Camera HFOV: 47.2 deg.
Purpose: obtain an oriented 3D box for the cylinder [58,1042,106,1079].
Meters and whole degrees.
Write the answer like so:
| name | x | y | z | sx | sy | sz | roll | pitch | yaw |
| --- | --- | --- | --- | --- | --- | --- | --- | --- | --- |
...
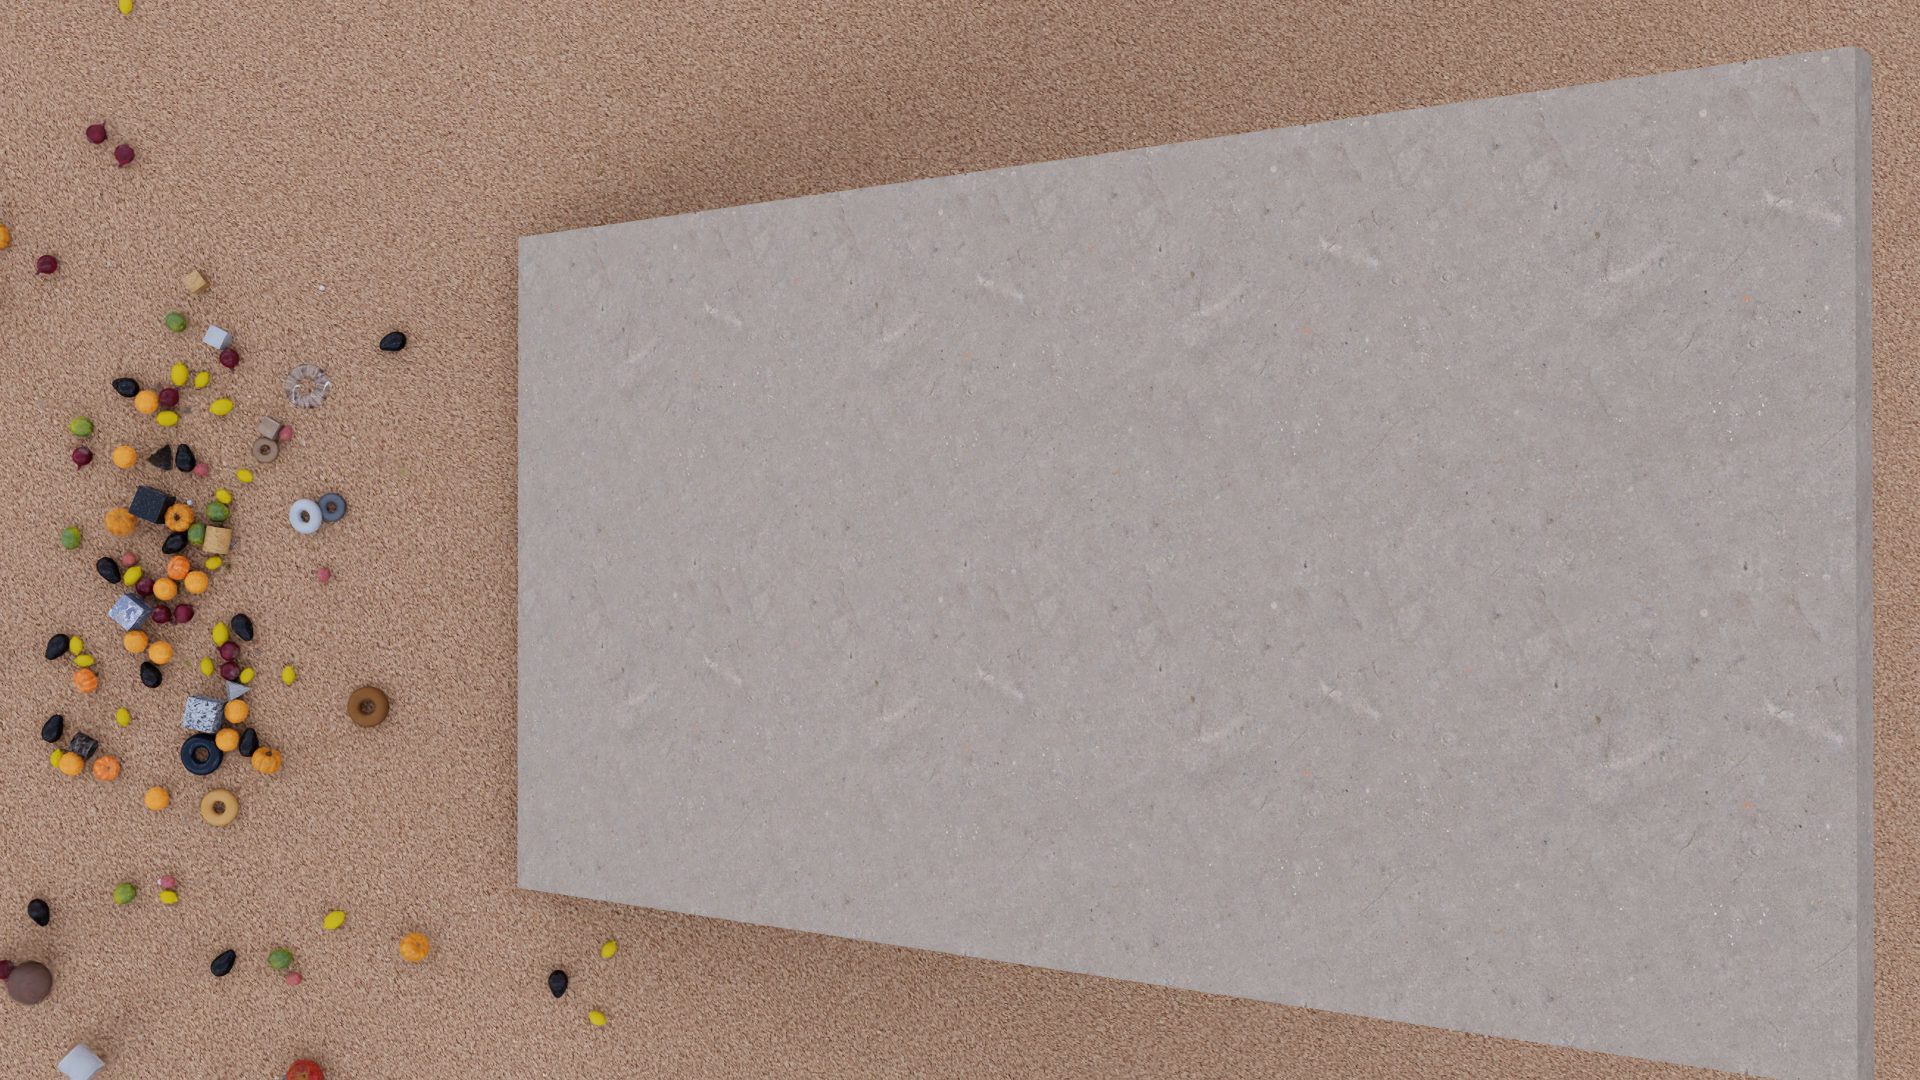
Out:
| name | x | y | z | sx | sy | sz | roll | pitch | yaw |
| --- | --- | --- | --- | --- | --- | --- | --- | --- | --- |
| cylinder | -2.710 | 1.620 | 6.785 | 0.097 | 0.097 | 0.097 | 44 | 90 | 0 |

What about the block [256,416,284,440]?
| name | x | y | z | sx | sy | sz | roll | pitch | yaw |
| --- | --- | --- | --- | --- | --- | --- | --- | --- | --- |
| block | -2.137 | -0.347 | 6.818 | 0.054 | 0.054 | 0.054 | 30 | 90 | 0 |

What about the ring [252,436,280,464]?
| name | x | y | z | sx | sy | sz | roll | pitch | yaw |
| --- | --- | --- | --- | --- | --- | --- | --- | --- | --- |
| ring | -2.156 | -0.280 | 6.831 | 0.083 | 0.028 | 0.083 | 0 | 91 | 0 |

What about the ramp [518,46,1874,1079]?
| name | x | y | z | sx | sy | sz | roll | pitch | yaw |
| --- | --- | --- | --- | --- | --- | --- | --- | --- | --- |
| ramp | 0.209 | 0.061 | 5.524 | 4.000 | 0.100 | 2.000 | 0 | 90 | 40 |

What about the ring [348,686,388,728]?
| name | x | y | z | sx | sy | sz | roll | pitch | yaw |
| --- | --- | --- | --- | --- | --- | --- | --- | --- | --- |
| ring | -1.835 | 0.517 | 6.819 | 0.128 | 0.043 | 0.128 | 0 | 88 | -1 |

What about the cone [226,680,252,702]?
| name | x | y | z | sx | sy | sz | roll | pitch | yaw |
| --- | --- | --- | --- | --- | --- | --- | --- | --- | --- |
| cone | -2.234 | 0.465 | 6.824 | 0.072 | 0.072 | 0.072 | -5 | 90 | -27 |

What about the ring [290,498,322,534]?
| name | x | y | z | sx | sy | sz | roll | pitch | yaw |
| --- | --- | --- | --- | --- | --- | --- | --- | --- | --- |
| ring | -2.027 | -0.073 | 6.814 | 0.111 | 0.037 | 0.111 | 3 | 100 | 17 |

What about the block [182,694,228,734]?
| name | x | y | z | sx | sy | sz | roll | pitch | yaw |
| --- | --- | --- | --- | --- | --- | --- | --- | --- | --- |
| block | -2.332 | 0.537 | 6.793 | 0.093 | 0.093 | 0.093 | 13 | 90 | 0 |

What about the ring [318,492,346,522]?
| name | x | y | z | sx | sy | sz | roll | pitch | yaw |
| --- | --- | --- | --- | --- | --- | --- | --- | --- | --- |
| ring | -1.951 | -0.101 | 6.829 | 0.091 | 0.030 | 0.091 | 0 | 90 | -1 |

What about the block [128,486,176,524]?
| name | x | y | z | sx | sy | sz | roll | pitch | yaw |
| --- | --- | --- | --- | --- | --- | --- | --- | --- | --- |
| block | -2.496 | -0.109 | 6.798 | 0.090 | 0.090 | 0.090 | 22 | 90 | 0 |

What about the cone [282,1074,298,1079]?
| name | x | y | z | sx | sy | sz | roll | pitch | yaw |
| --- | --- | --- | --- | --- | --- | --- | --- | --- | --- |
| cone | -2.082 | 1.688 | 6.803 | 0.059 | 0.059 | 0.059 | 0 | 90 | 0 |

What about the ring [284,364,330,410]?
| name | x | y | z | sx | sy | sz | roll | pitch | yaw |
| --- | --- | --- | --- | --- | --- | --- | --- | --- | --- |
| ring | -2.024 | -0.477 | 6.822 | 0.143 | 0.048 | 0.143 | 0 | 91 | 0 |

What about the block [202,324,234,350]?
| name | x | y | z | sx | sy | sz | roll | pitch | yaw |
| --- | --- | --- | --- | --- | --- | --- | --- | --- | --- |
| block | -2.301 | -0.627 | 6.818 | 0.057 | 0.057 | 0.057 | 26 | 90 | 0 |

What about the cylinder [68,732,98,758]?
| name | x | y | z | sx | sy | sz | roll | pitch | yaw |
| --- | --- | --- | --- | --- | --- | --- | --- | --- | --- |
| cylinder | -2.713 | 0.636 | 6.808 | 0.062 | 0.062 | 0.062 | 27 | 90 | 0 |

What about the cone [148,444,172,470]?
| name | x | y | z | sx | sy | sz | roll | pitch | yaw |
| --- | --- | --- | --- | --- | --- | --- | --- | --- | --- |
| cone | -2.471 | -0.269 | 6.827 | 0.076 | 0.076 | 0.076 | 15 | 63 | 0 |

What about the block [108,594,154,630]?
| name | x | y | z | sx | sy | sz | roll | pitch | yaw |
| --- | --- | --- | --- | --- | --- | --- | --- | --- | --- |
| block | -2.564 | 0.222 | 6.800 | 0.082 | 0.082 | 0.082 | 39 | 90 | 0 |

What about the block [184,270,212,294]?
| name | x | y | z | sx | sy | sz | roll | pitch | yaw |
| --- | --- | --- | --- | --- | --- | --- | --- | --- | --- |
| block | -2.367 | -0.799 | 6.822 | 0.052 | 0.052 | 0.052 | -36 | 90 | 0 |

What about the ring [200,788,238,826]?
| name | x | y | z | sx | sy | sz | roll | pitch | yaw |
| --- | --- | --- | --- | --- | --- | --- | --- | --- | --- |
| ring | -2.296 | 0.829 | 6.819 | 0.117 | 0.039 | 0.117 | 0 | 89 | 1 |

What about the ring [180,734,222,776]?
| name | x | y | z | sx | sy | sz | roll | pitch | yaw |
| --- | --- | --- | --- | --- | --- | --- | --- | --- | --- |
| ring | -2.350 | 0.665 | 6.817 | 0.131 | 0.044 | 0.131 | 0 | 91 | 0 |
